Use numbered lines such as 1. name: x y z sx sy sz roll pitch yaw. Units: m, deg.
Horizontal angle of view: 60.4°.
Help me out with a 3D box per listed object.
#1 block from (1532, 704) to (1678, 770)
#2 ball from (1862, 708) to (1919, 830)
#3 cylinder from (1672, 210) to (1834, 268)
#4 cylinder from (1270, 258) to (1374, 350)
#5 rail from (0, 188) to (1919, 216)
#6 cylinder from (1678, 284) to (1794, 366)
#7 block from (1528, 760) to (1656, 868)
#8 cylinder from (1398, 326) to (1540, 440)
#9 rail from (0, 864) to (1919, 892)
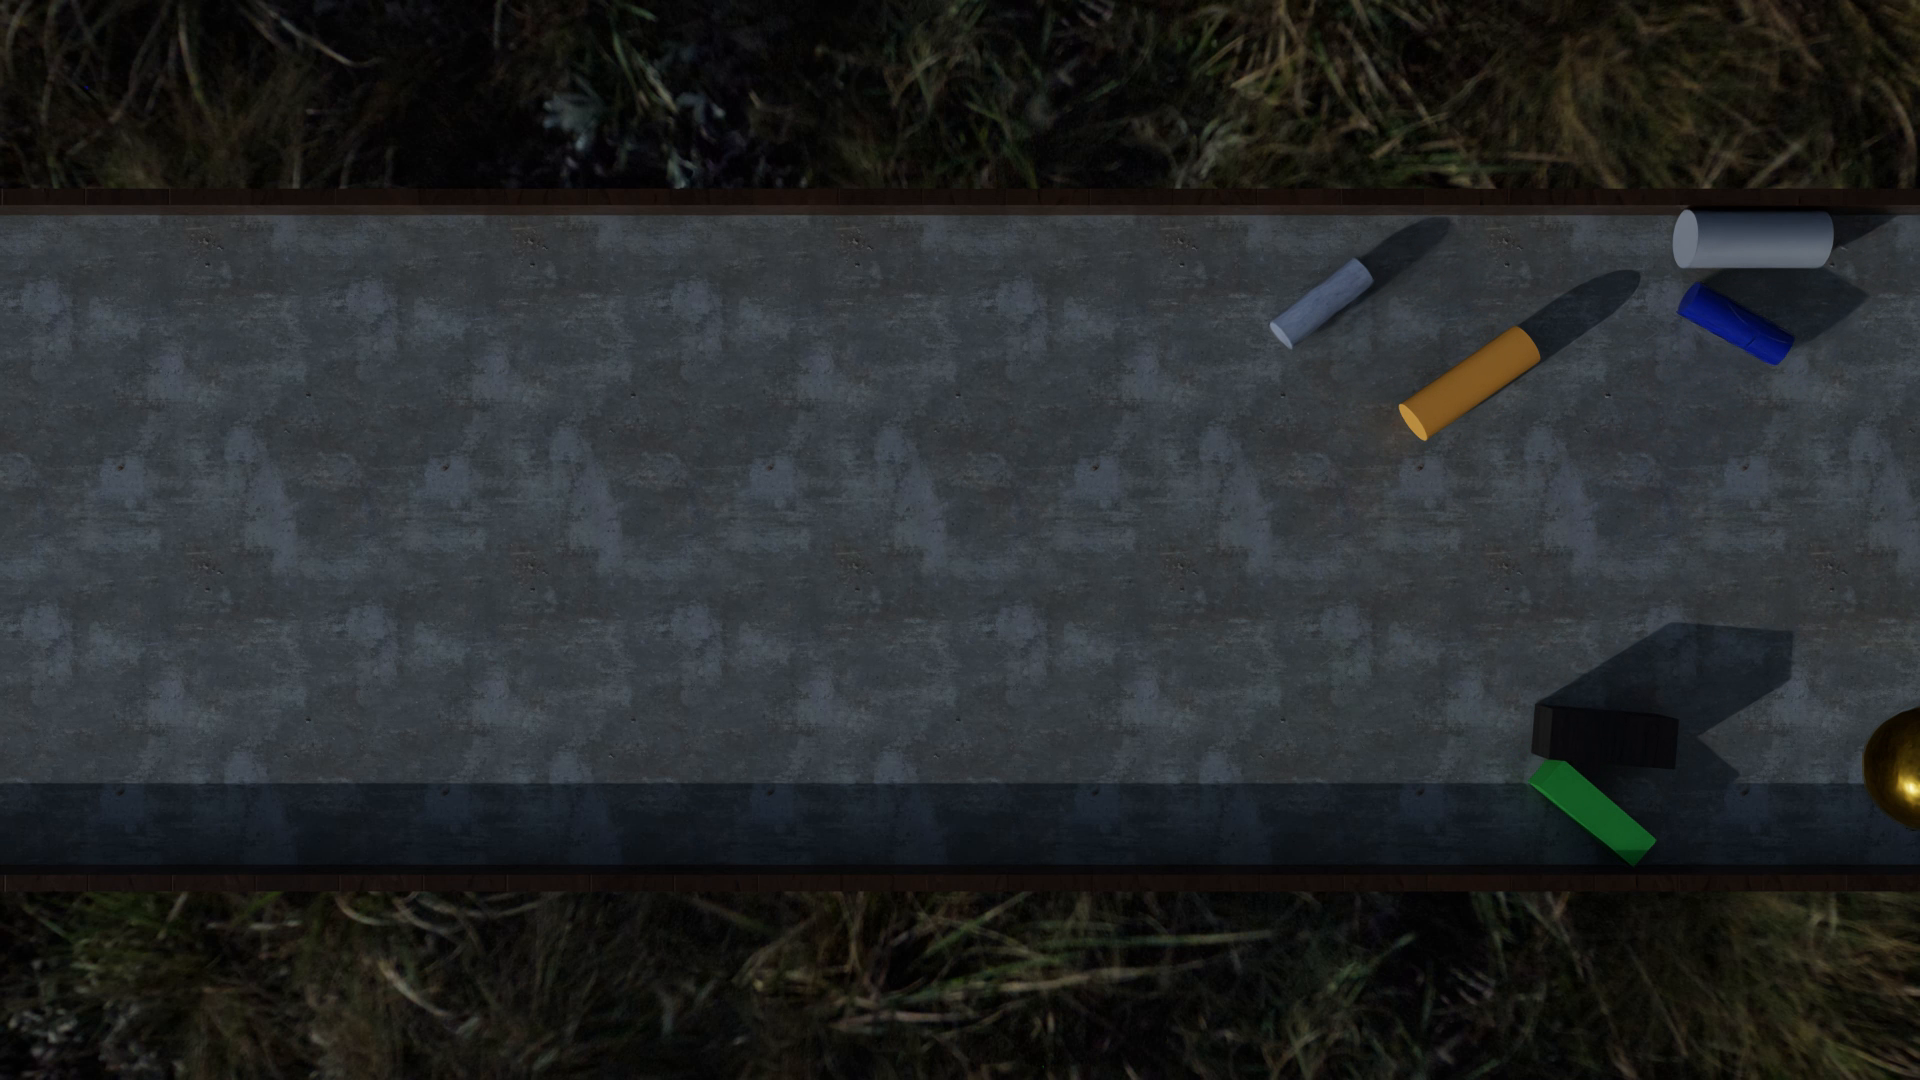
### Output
1. block: 1.953 0.595 5.001 0.378 0.151 0.151 5 90 0
2. ball: 2.889 0.680 4.892 0.369 0.369 0.369 0 90 0
3. cylinder: 2.396 -0.910 4.989 0.403 0.175 0.175 0 90 0
4. cylinder: 1.103 -0.720 5.025 0.316 0.103 0.103 -38 90 0
5. rail: -2.247 -1.025 5.002 12.000 0.150 0.050 0 90 0
6. cylinder: 2.361 -0.656 5.023 0.326 0.106 0.106 29 90 0
7. block: 1.924 0.824 5.022 0.372 0.109 0.109 41 90 0
8. cylinder: 1.547 -0.476 5.009 0.416 0.135 0.135 -35 90 0
9. rail: -2.247 1.025 5.001 12.000 0.150 0.050 0 90 0
